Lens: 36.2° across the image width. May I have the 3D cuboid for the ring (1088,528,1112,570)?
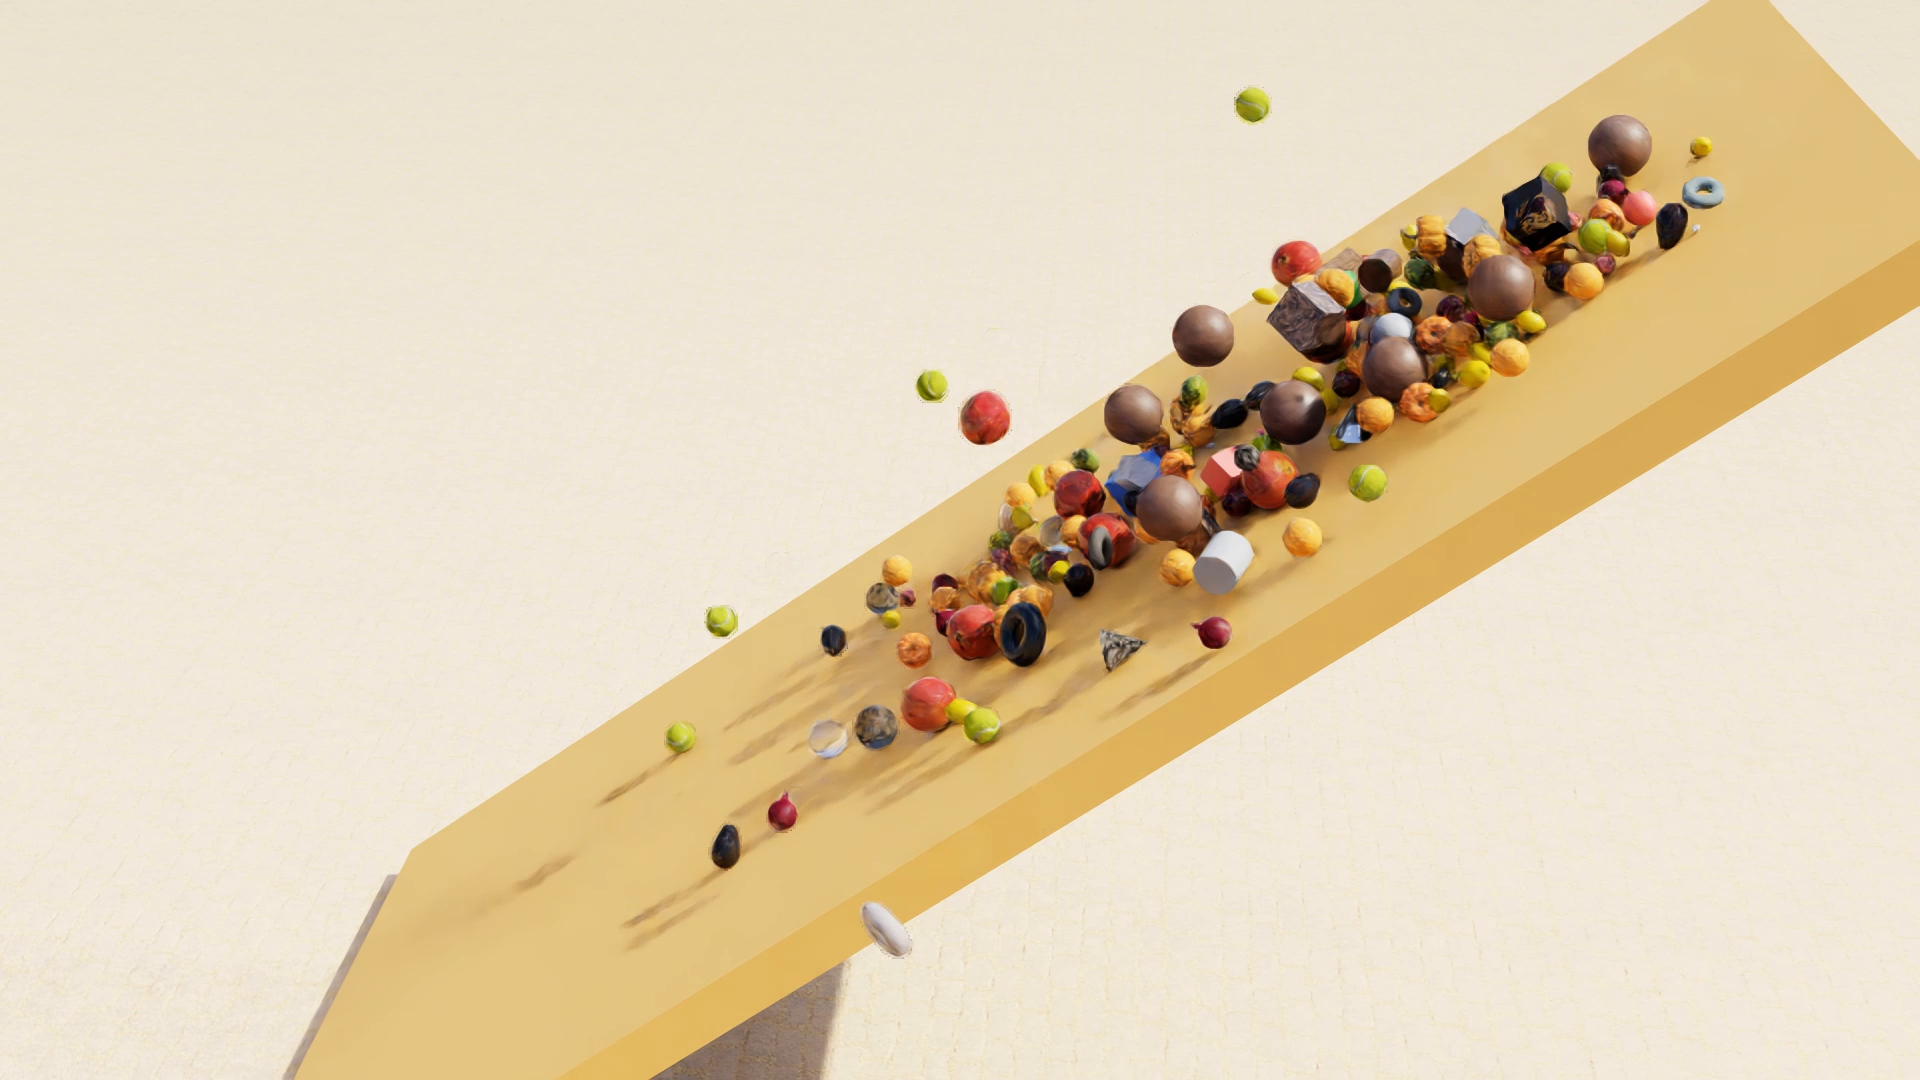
[{"bbox_3d":[0.283,0.017,5.919,0.029,0.087,0.087,-1,19,26],"label":"ring"}]

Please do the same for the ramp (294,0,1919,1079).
[{"bbox_3d":[0.134,0.175,6.311,4.000,0.100,2.000,-33,16,15],"label":"ramp"}]

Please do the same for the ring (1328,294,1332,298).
[{"bbox_3d":[0.783,-0.505,6.441,0.092,0.031,0.092,-2,61,3],"label":"ring"}]

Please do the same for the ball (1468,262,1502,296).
[{"bbox_3d":[1.067,-0.531,5.978,0.070,0.070,0.070,0,22,0],"label":"ball"}]

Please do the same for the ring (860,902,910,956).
[{"bbox_3d":[-0.132,0.688,5.195,0.037,0.112,0.112,-39,36,-16],"label":"ring"}]

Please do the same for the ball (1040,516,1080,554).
[{"bbox_3d":[0.213,-0.011,6.323,0.086,0.086,0.086,0,22,0],"label":"ball"}]

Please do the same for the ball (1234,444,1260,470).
[{"bbox_3d":[0.552,-0.159,5.656,0.052,0.052,0.052,0,22,0],"label":"ball"}]

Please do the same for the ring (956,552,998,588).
[{"bbox_3d":[0.037,0.068,6.583,0.105,0.035,0.105,-33,17,11],"label":"ring"}]

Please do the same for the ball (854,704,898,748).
[{"bbox_3d":[-0.172,0.383,6.025,0.090,0.090,0.090,0,22,0],"label":"ball"}]

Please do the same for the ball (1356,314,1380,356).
[{"bbox_3d":[0.855,-0.421,6.051,0.084,0.084,0.084,0,22,0],"label":"ball"}]

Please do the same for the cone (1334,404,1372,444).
[{"bbox_3d":[0.767,-0.239,5.732,0.072,0.072,0.072,-3,35,2],"label":"cone"}]

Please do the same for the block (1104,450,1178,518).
[{"bbox_3d":[0.385,-0.120,6.250,0.091,0.091,0.091,-18,25,51],"label":"block"}]

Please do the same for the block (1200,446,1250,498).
[{"bbox_3d":[0.527,-0.135,5.831,0.062,0.062,0.062,-26,65,-38],"label":"block"}]

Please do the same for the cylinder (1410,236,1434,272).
[{"bbox_3d":[1.015,-0.623,6.382,0.057,0.057,0.057,-45,39,-15],"label":"cylinder"}]

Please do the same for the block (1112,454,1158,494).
[{"bbox_3d":[0.360,-0.136,6.041,0.058,0.058,0.058,29,-15,-26],"label":"block"}]

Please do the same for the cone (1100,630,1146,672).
[{"bbox_3d":[0.314,0.201,5.554,0.083,0.083,0.083,-12,20,10],"label":"cone"}]

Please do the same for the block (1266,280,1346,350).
[{"bbox_3d":[0.688,-0.446,5.848,0.094,0.094,0.094,44,28,19],"label":"block"}]

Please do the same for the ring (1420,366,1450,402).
[{"bbox_3d":[0.919,-0.302,5.685,0.026,0.079,0.079,38,28,2],"label":"ring"}]

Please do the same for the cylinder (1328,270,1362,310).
[{"bbox_3d":[0.796,-0.517,6.076,0.057,0.057,0.057,-13,47,14],"label":"cylinder"}]

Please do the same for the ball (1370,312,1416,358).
[{"bbox_3d":[0.859,-0.405,5.830,0.090,0.090,0.090,0,22,0],"label":"ball"}]

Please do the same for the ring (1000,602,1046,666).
[{"bbox_3d":[0.125,0.189,5.891,0.044,0.131,0.131,5,16,-34],"label":"ring"}]

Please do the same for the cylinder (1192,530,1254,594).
[{"bbox_3d":[0.495,0.043,5.535,0.087,0.087,0.087,11,38,25],"label":"cylinder"}]

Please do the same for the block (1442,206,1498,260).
[{"bbox_3d":[1.040,-0.625,5.991,0.066,0.066,0.066,41,2,41],"label":"block"}]

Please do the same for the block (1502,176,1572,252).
[{"bbox_3d":[1.137,-0.643,5.801,0.090,0.090,0.090,-28,47,34],"label":"block"}]

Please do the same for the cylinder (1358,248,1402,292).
[{"bbox_3d":[0.888,-0.570,6.216,0.076,0.076,0.076,10,25,23],"label":"cylinder"}]

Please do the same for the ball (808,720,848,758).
[{"bbox_3d":[-0.276,0.417,6.171,0.081,0.081,0.081,0,22,0],"label":"ball"}]

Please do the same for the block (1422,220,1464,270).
[{"bbox_3d":[1.031,-0.628,6.258,0.068,0.068,0.068,14,-21,-8],"label":"block"}]

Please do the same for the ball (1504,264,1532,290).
[{"bbox_3d":[1.116,-0.526,5.887,0.053,0.053,0.053,0,22,0],"label":"ball"}]

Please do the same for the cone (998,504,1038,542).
[{"bbox_3d":[0.140,-0.043,6.669,0.085,0.085,0.085,-7,17,25],"label":"cone"}]

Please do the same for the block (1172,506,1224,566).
[{"bbox_3d":[0.468,-0.008,5.778,0.071,0.071,0.071,-31,17,23],"label":"block"}]

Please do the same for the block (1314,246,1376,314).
[{"bbox_3d":[0.859,-0.575,6.513,0.097,0.097,0.097,-36,15,5],"label":"block"}]

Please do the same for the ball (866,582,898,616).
[{"bbox_3d":[-0.180,0.135,6.784,0.077,0.077,0.077,0,22,0],"label":"ball"}]

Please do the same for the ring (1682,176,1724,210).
[{"bbox_3d":[1.400,-0.654,5.542,0.080,0.027,0.080,-6,48,7],"label":"ring"}]

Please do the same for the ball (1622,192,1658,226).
[{"bbox_3d":[1.328,-0.648,5.744,0.067,0.067,0.067,0,22,0],"label":"ball"}]

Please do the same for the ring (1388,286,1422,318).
[{"bbox_3d":[0.927,-0.495,6.136,0.075,0.025,0.075,5,61,-9],"label":"ring"}]
